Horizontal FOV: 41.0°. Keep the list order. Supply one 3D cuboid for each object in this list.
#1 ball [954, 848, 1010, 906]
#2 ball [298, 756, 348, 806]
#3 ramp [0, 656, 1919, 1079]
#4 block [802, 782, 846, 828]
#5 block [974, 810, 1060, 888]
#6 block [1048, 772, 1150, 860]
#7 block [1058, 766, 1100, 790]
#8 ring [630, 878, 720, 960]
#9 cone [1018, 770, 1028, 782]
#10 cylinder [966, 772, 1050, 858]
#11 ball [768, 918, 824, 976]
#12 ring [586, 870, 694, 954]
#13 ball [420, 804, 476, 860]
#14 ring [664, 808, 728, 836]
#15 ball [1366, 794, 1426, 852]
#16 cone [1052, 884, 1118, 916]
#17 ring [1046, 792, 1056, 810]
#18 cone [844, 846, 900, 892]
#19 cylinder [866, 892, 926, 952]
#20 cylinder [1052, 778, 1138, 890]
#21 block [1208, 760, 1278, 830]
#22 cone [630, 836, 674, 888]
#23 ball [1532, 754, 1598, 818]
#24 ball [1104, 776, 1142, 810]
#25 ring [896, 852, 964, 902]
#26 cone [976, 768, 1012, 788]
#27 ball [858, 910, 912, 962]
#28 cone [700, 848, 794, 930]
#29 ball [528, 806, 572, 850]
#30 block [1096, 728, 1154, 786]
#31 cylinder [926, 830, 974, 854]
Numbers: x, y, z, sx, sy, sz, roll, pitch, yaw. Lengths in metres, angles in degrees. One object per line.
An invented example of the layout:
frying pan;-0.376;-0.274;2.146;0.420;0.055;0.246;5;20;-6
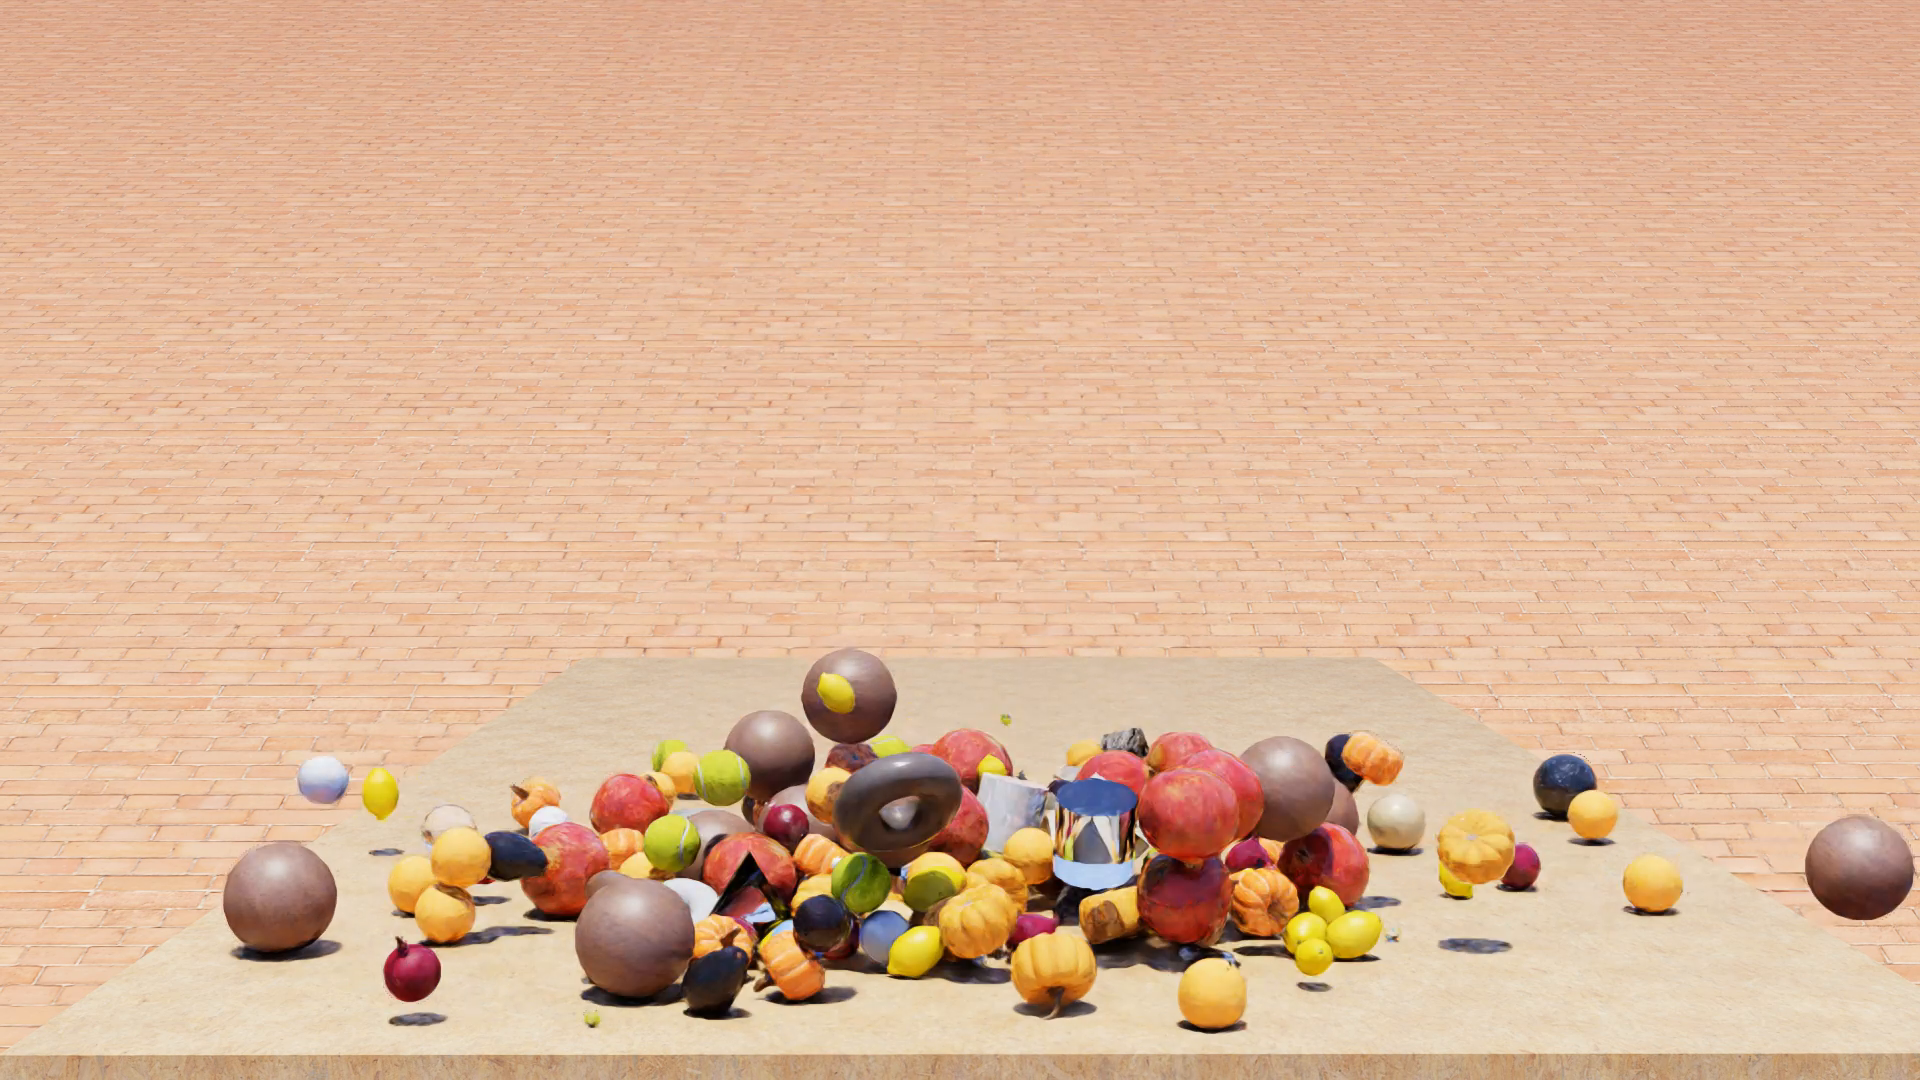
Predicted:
ball;0.029;0.431;3.286;0.072;0.072;0.072;0;22;0
ball;-1.055;0.398;4.261;0.082;0.082;0.082;0;22;0
ramp;0.050;0.452;4.532;2.000;0.100;4.000;0;3;0
block;-0.203;0.400;3.884;0.054;0.054;0.054;-1;-23;-18
block;0.080;0.411;3.448;0.092;0.092;0.092;1;2;25
block;0.171;0.358;3.169;0.084;0.084;0.084;-43;18;13
block;0.186;0.390;3.991;0.058;0.058;0.058;1;61;10
ring;-0.332;0.442;2.993;0.115;0.038;0.115;-7;40;6
cone;0.095;0.393;3.961;0.078;0.078;0.078;0;3;0
cylinder;0.063;0.359;3.355;0.090;0.090;0.090;13;0;0
ball;-0.181;0.450;2.842;0.062;0.062;0.062;0;22;0
ring;-0.361;0.421;2.901;0.137;0.137;0.046;17;66;36
ball;-0.721;0.411;3.624;0.078;0.078;0.078;0;22;0
ring;-0.395;0.422;3.848;0.097;0.032;0.097;-1;2;0
ball;0.623;0.404;3.673;0.084;0.084;0.084;0;22;0
cone;0.158;0.427;3.255;0.083;0.083;0.083;0;3;0
ring;0.097;0.398;3.664;0.135;0.045;0.135;17;35;-12
cone;-0.123;0.417;3.190;0.071;0.071;0.071;34;28;-21
cylinder;-0.077;0.451;3.021;0.055;0.055;0.055;23;28;18
cylinder;0.153;0.333;2.917;0.092;0.092;0.092;2;22;-1
block;0.431;0.388;3.917;0.092;0.092;0.092;1;3;15
cone;-0.395;0.422;3.297;0.089;0.089;0.089;0;3;0
ball;0.936;0.381;3.976;0.099;0.099;0.099;0;22;0
ball;0.228;0.390;3.814;0.081;0.081;0.081;0;22;0
ring;-0.031;0.438;3.349;0.108;0.036;0.108;-5;17;1
cone;0.058;0.407;4.151;0.058;0.058;0.058;-2;27;-4
ball;-0.085;0.449;2.916;0.060;0.060;0.060;0;22;0
cone;-0.258;0.421;2.958;0.096;0.096;0.096;-33;28;-6
ball;-0.590;0.415;3.700;0.063;0.063;0.063;0;22;0
block;0.273;0.362;4.253;0.068;0.068;0.068;-12;26;20
cylinder;-0.012;0.428;3.439;0.059;0.059;0.059;30;30;14
